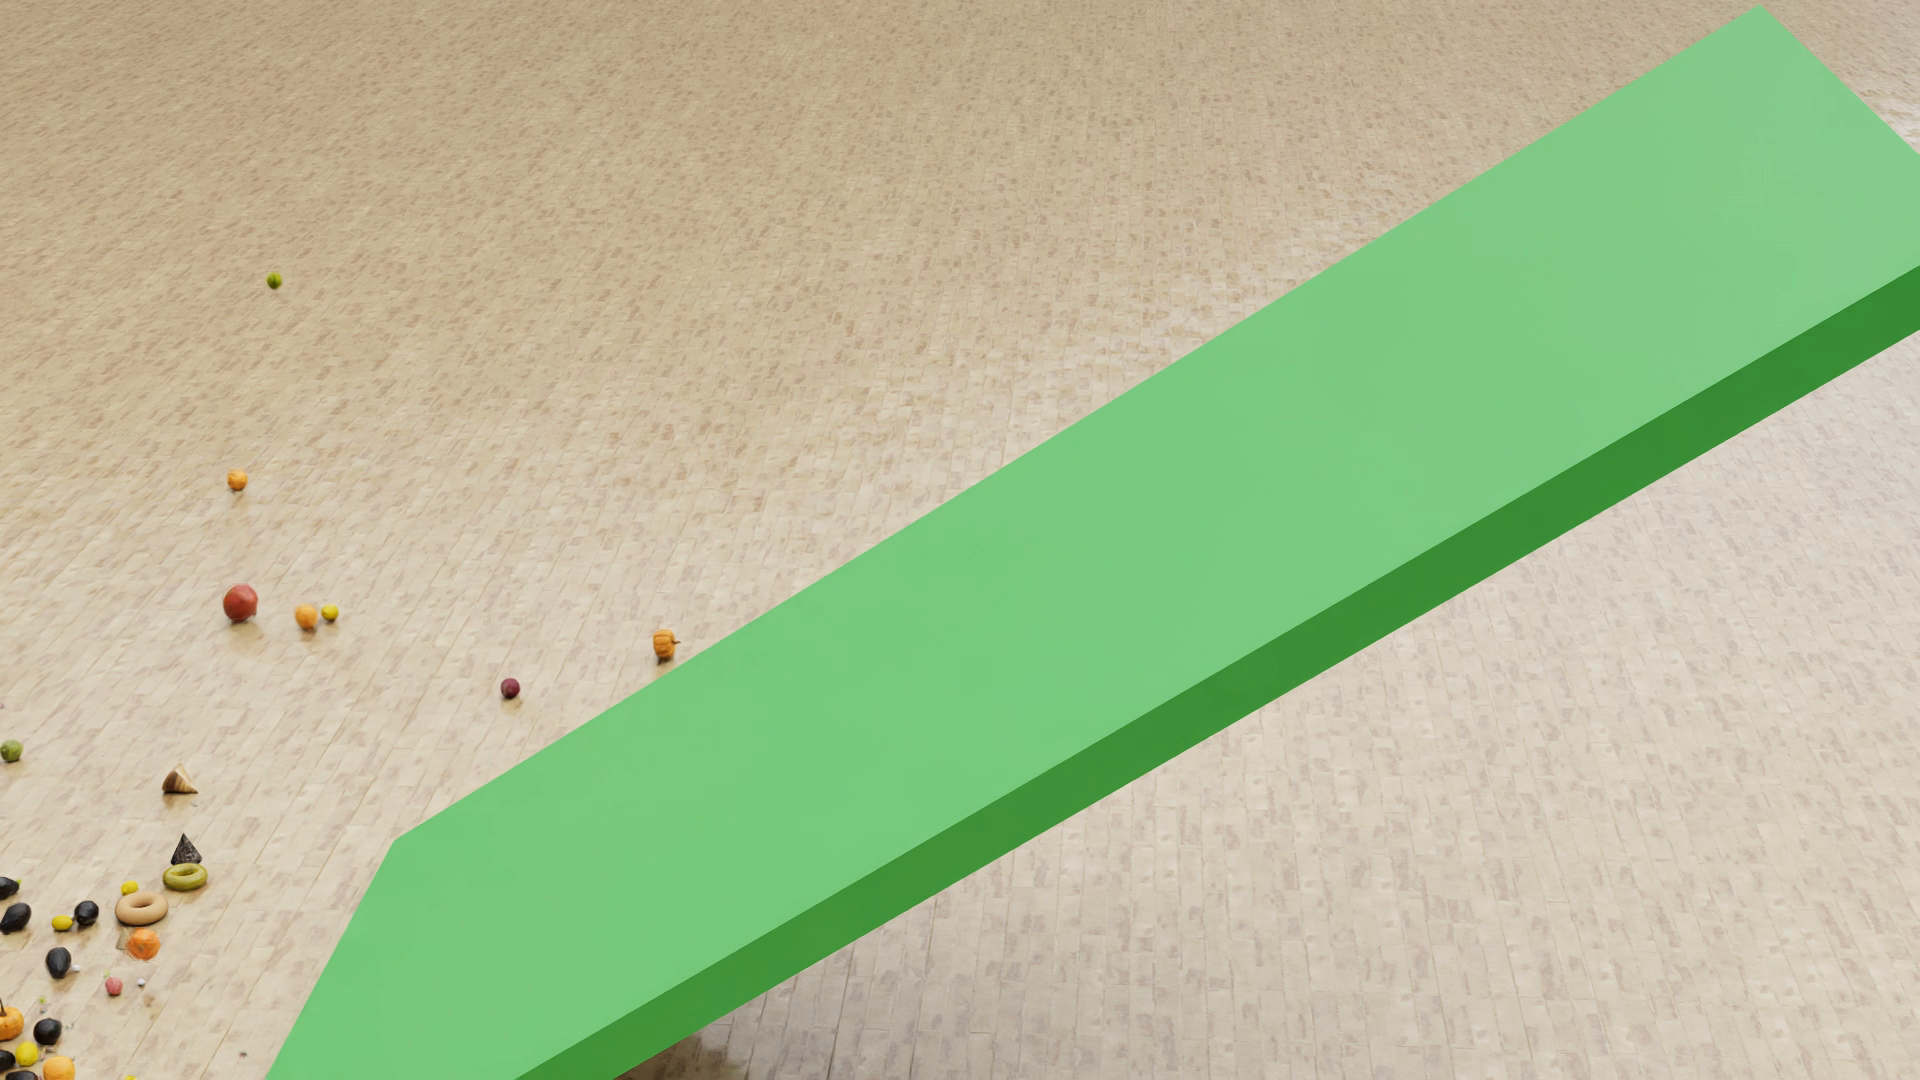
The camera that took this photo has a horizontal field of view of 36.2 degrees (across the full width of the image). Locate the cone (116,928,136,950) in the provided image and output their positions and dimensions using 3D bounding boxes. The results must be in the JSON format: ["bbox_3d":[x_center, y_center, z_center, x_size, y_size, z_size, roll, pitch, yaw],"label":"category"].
[{"bbox_3d":[-2.084,0.988,7.339,0.052,0.052,0.052,0,21,0],"label":"cone"}]

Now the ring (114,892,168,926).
[{"bbox_3d":[-2.083,0.937,7.486,0.134,0.045,0.134,1,22,0],"label":"ring"}]

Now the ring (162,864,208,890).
[{"bbox_3d":[-2.017,0.877,7.654,0.117,0.039,0.117,0,19,0],"label":"ring"}]

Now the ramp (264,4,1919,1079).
[{"bbox_3d":[0.138,0.172,6.299,4.000,0.100,2.000,-31,16,14],"label":"ramp"}]

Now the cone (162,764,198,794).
[{"bbox_3d":[-2.152,0.681,8.171,0.090,0.090,0.090,31,26,5],"label":"cone"}]

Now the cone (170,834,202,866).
[{"bbox_3d":[-2.048,0.809,7.772,0.083,0.083,0.083,0,21,0],"label":"cone"}]
